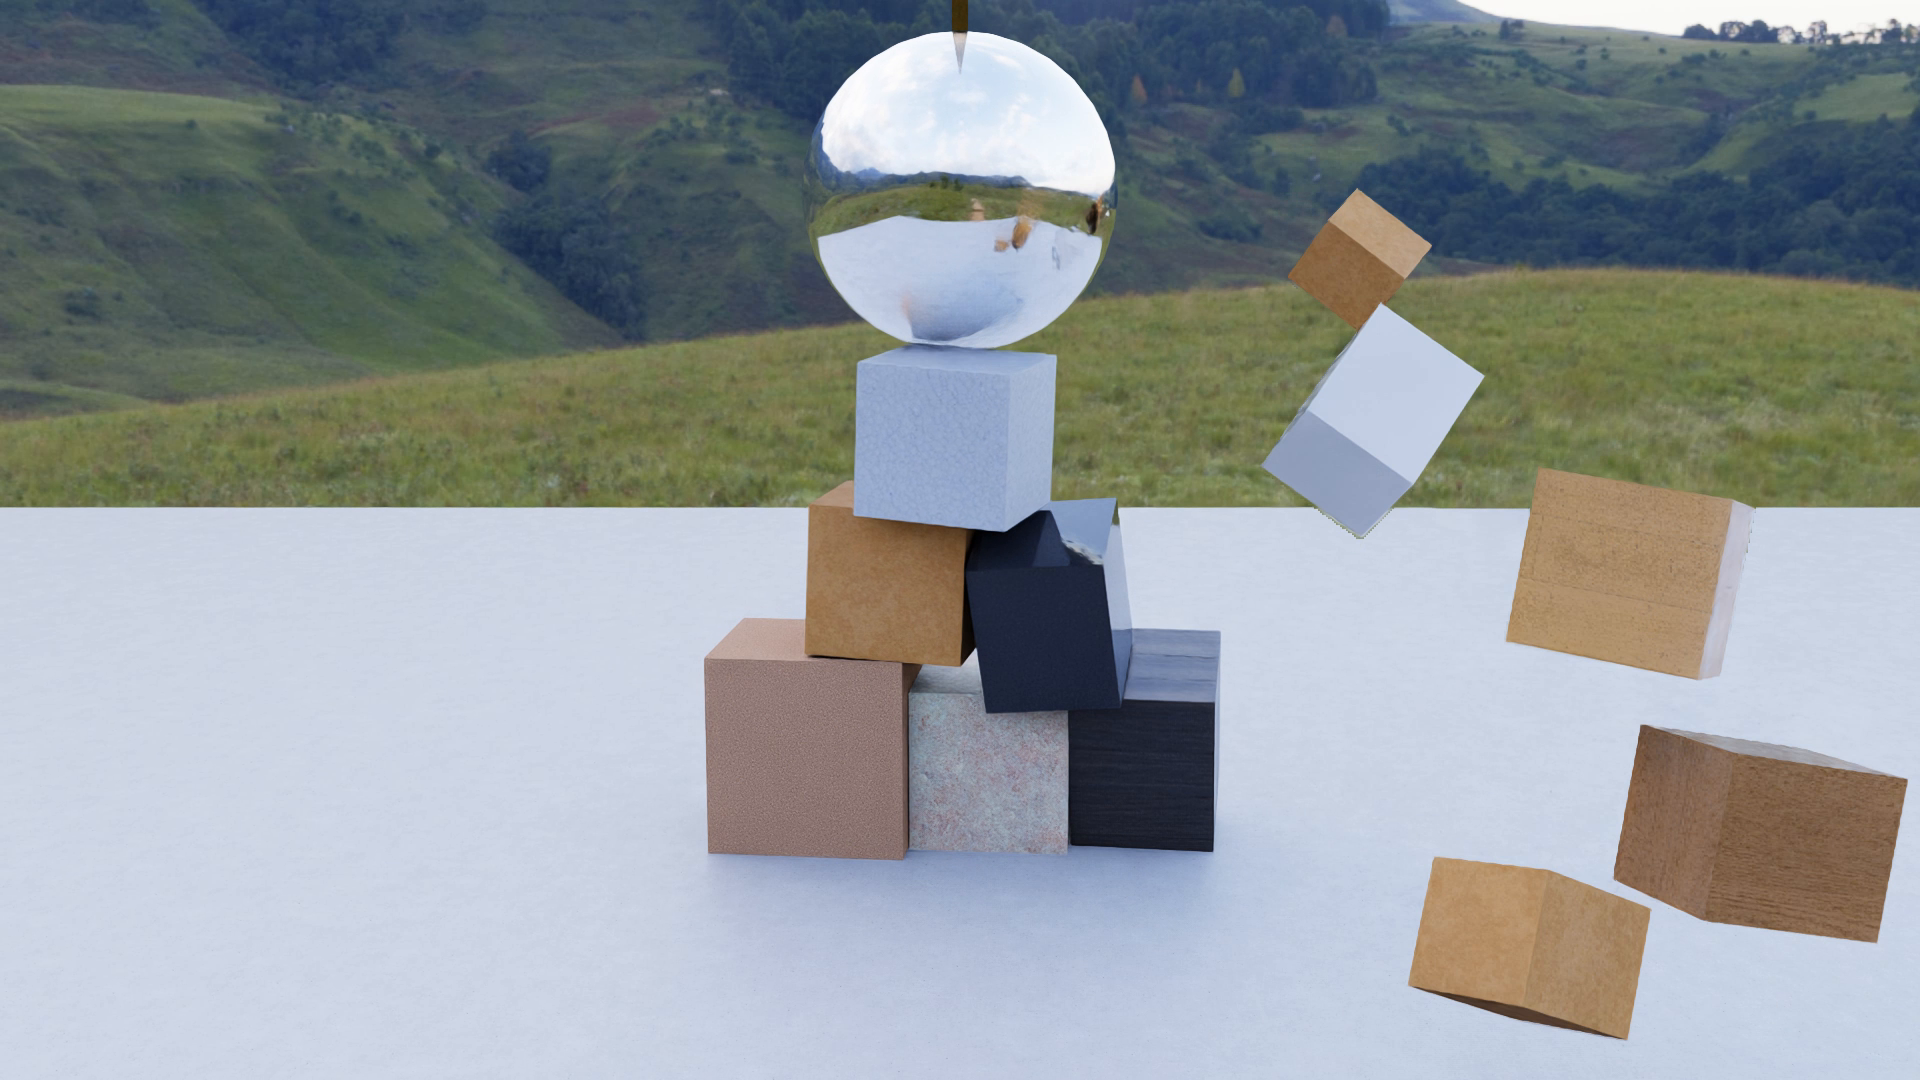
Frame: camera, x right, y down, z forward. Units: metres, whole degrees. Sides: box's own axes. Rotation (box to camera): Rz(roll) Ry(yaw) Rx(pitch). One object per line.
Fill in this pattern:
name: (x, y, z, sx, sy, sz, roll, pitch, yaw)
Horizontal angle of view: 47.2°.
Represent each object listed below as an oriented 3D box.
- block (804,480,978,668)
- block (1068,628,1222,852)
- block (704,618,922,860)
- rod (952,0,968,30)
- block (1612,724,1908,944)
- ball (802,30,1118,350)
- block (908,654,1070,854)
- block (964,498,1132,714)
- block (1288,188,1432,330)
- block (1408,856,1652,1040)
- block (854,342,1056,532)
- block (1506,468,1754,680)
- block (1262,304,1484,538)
block: (-0.290, 0.152, 11.042, 0.779, 0.745, 0.814, 4, 11, 10)
block: (0.948, 1.003, 11.178, 0.716, 0.862, 0.732, 2, 26, 8)
block: (-0.716, 0.998, 11.281, 0.981, 1.000, 0.937, 1, 10, 6)
rod: (0.000, -5.068, 10.362, 0.080, 5.200, 0.080, 0, 13, 0)
block: (3.043, 1.111, 8.408, 0.727, 0.624, 0.663, 9, 3, -13)
ball: (0.000, -1.749, 11.100, 1.600, 1.600, 1.600, 0, 10, 0)
block: (0.185, 1.084, 11.342, 0.792, 0.810, 0.871, 1, 10, 6)
block: (0.452, 0.316, 10.779, 0.657, 0.775, 0.734, -3, 25, 11)
block: (2.086, -1.456, 11.481, 0.492, 0.421, 0.415, 39, 44, 5)
block: (2.093, 1.496, 8.084, 0.604, 0.487, 0.532, 22, -14, -33)
block: (-0.016, -0.510, 10.579, 0.753, 0.734, 0.738, 6, 14, 18)
block: (2.633, 0.131, 8.626, 0.723, 0.683, 0.690, 12, 3, 25)
block: (2.041, -0.587, 10.931, 0.619, 0.740, 0.691, 36, -24, 3)
